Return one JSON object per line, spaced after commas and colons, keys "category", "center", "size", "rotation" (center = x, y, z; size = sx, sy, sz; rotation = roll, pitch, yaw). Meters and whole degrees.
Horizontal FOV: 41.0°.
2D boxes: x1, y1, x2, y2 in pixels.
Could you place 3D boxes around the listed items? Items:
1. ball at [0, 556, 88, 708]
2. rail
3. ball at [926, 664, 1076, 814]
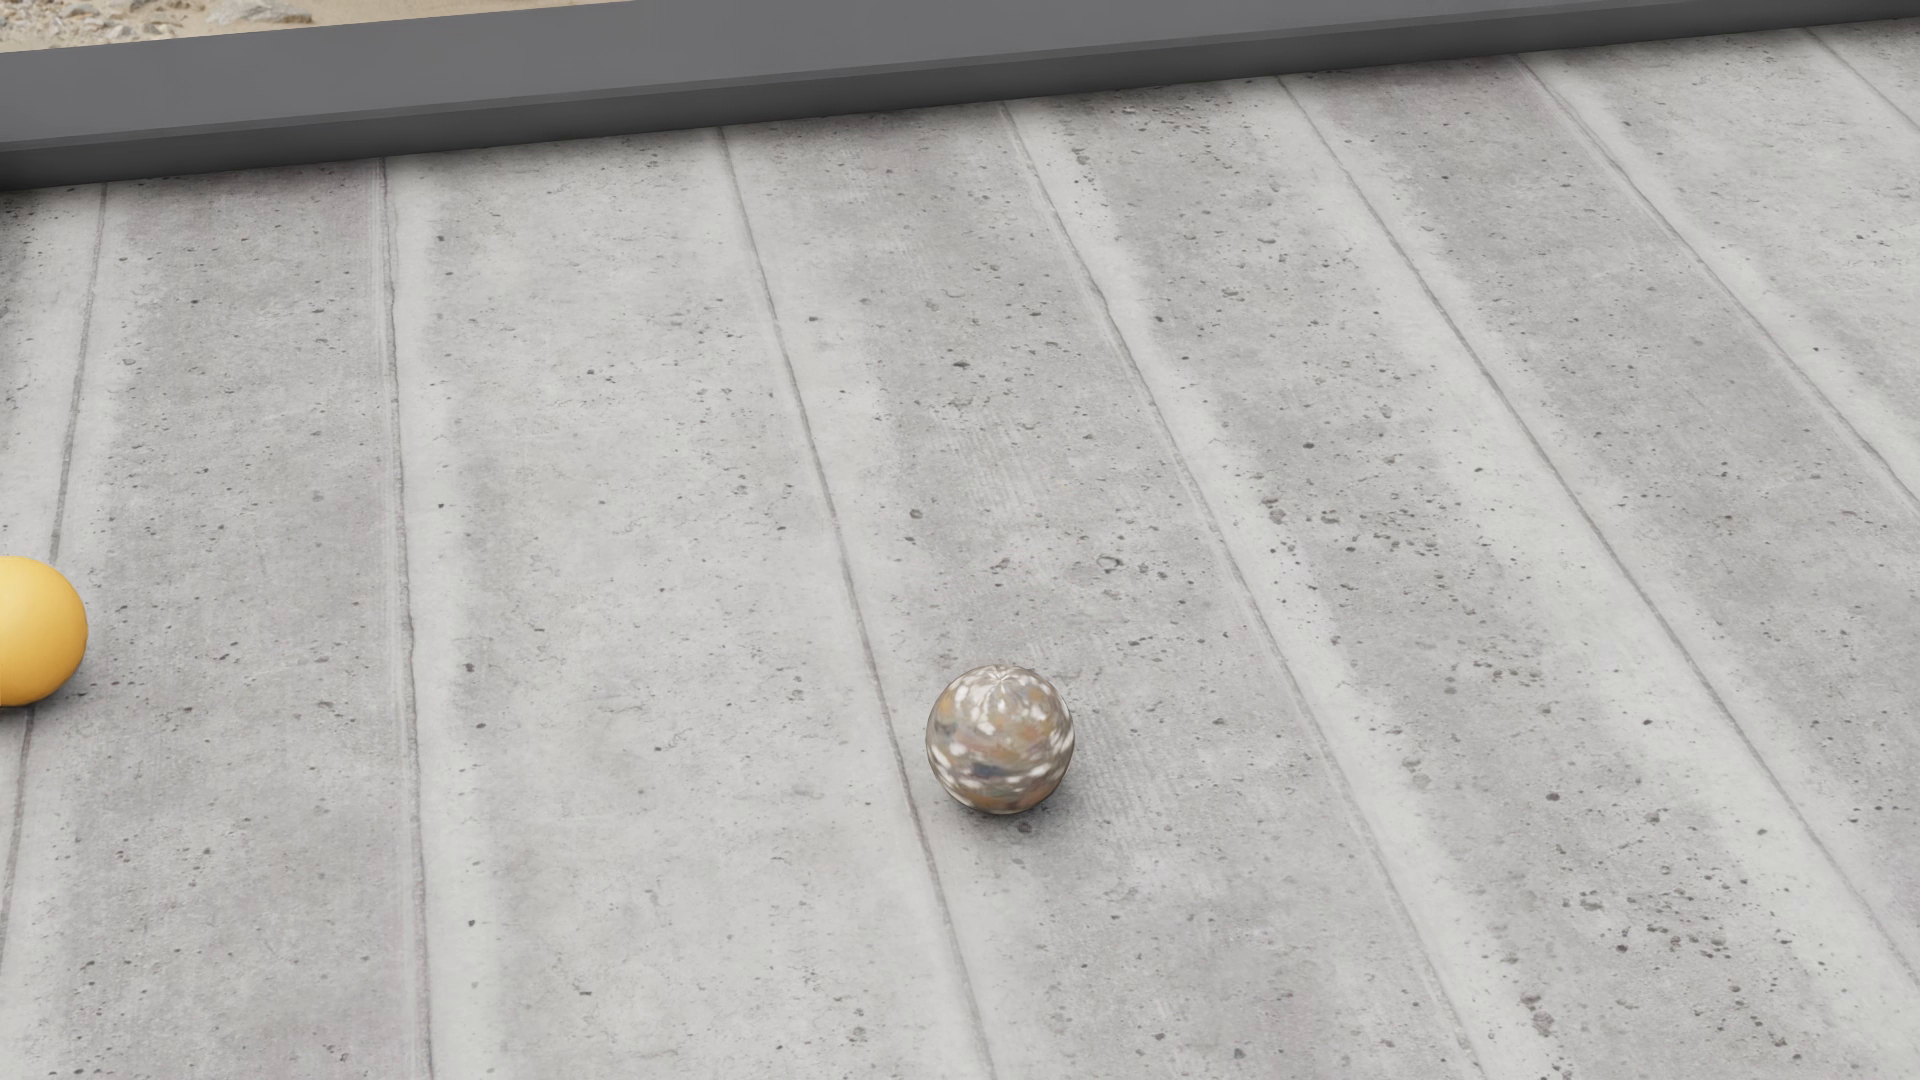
{"category": "ball", "center": [-0.570, 0.055, 1.538], "size": [0.091, 0.091, 0.091], "rotation": [0, 36, 0]}
{"category": "rail", "center": [0.548, -0.480, 2.261], "size": [2.796, 0.118, 0.045], "rotation": [-7, 36, -9]}
{"category": "ball", "center": [0.023, 0.113, 1.460], "size": [0.086, 0.086, 0.086], "rotation": [0, 36, 0]}
